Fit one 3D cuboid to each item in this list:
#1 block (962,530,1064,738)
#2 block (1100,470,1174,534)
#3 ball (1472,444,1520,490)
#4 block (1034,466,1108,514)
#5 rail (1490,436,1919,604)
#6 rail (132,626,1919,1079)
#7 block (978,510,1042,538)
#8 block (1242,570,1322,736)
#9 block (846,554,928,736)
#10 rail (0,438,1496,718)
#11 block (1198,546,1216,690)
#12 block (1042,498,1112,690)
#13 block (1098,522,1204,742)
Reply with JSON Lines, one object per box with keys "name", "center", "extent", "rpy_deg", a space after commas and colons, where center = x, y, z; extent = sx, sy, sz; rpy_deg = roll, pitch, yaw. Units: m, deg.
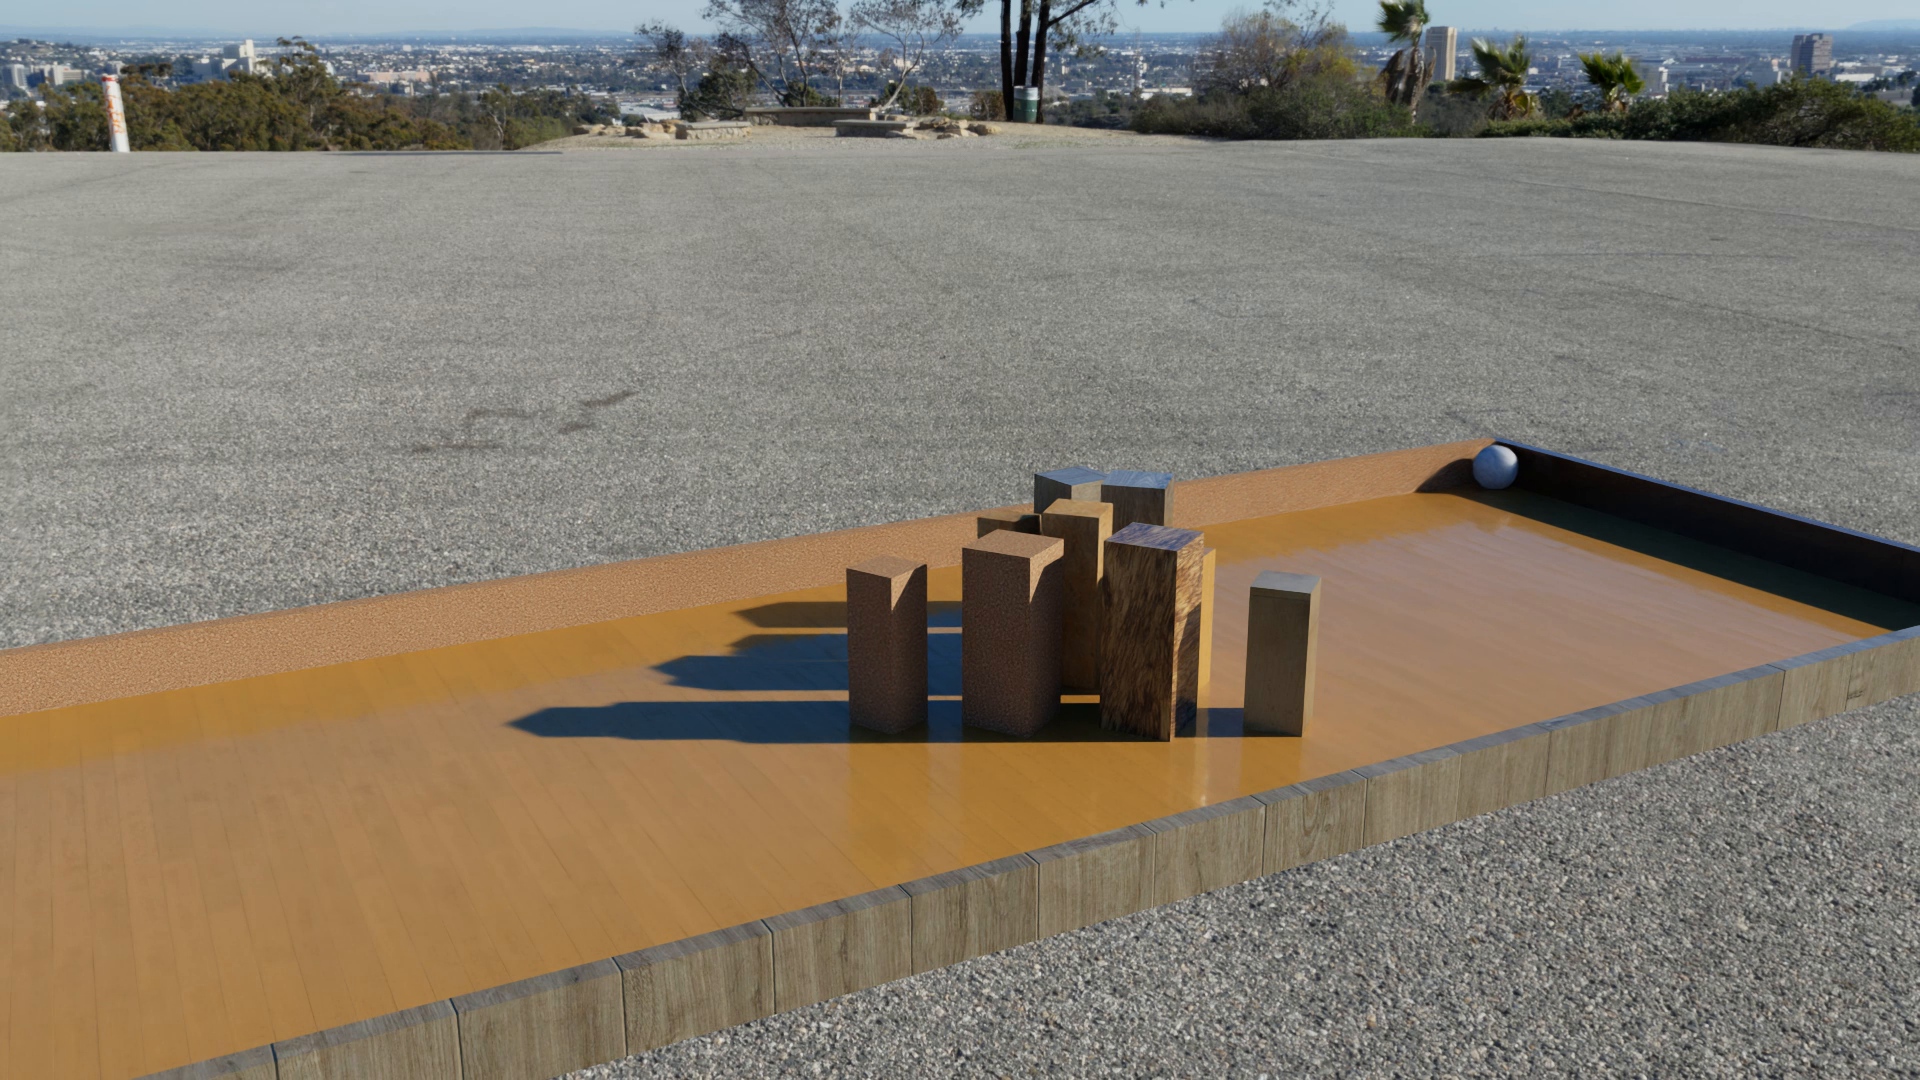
{"name": "block", "center": [0.123, 0.215, 3.852], "extent": [0.173, 0.434, 0.173], "rpy_deg": [9, 19, 28]}
{"name": "block", "center": [0.462, 0.062, 4.334], "extent": [0.164, 0.457, 0.164], "rpy_deg": [4, 17, 15]}
{"name": "ball", "center": [1.938, -0.264, 5.966], "extent": [0.161, 0.161, 0.161], "rpy_deg": [0, 16, 0]}
{"name": "block", "center": [0.319, 0.014, 4.594], "extent": [0.164, 0.401, 0.164], "rpy_deg": [-11, 20, -34]}
{"name": "rail", "center": [2.466, -0.048, 5.253], "extent": [0.050, 0.150, 2.100], "rpy_deg": [-9, 18, -27]}
{"name": "rail", "center": [-2.336, 1.006, 1.665], "extent": [12.000, 0.150, 0.050], "rpy_deg": [-9, 18, -27]}
{"name": "block", "center": [0.127, 0.132, 4.185], "extent": [0.115, 0.394, 0.115], "rpy_deg": [8, 15, 37]}
{"name": "block", "center": [0.750, 0.262, 3.844], "extent": [0.138, 0.349, 0.138], "rpy_deg": [6, 18, 21]}
{"name": "block", "center": [-0.169, 0.243, 3.849], "extent": [0.132, 0.382, 0.132], "rpy_deg": [12, 20, 35]}
{"name": "rail", "center": [-3.305, 0.497, 3.399], "extent": [12.000, 0.150, 0.050], "rpy_deg": [-9, 18, -27]}
{"name": "block", "center": [0.554, 0.193, 4.081], "extent": [0.109, 0.348, 0.109], "rpy_deg": [9, 19, 27]}
{"name": "block", "center": [0.289, 0.133, 4.116], "extent": [0.141, 0.442, 0.141], "rpy_deg": [6, 17, 18]}
{"name": "block", "center": [0.444, 0.210, 3.830], "extent": [0.177, 0.456, 0.177], "rpy_deg": [8, 18, 26]}
